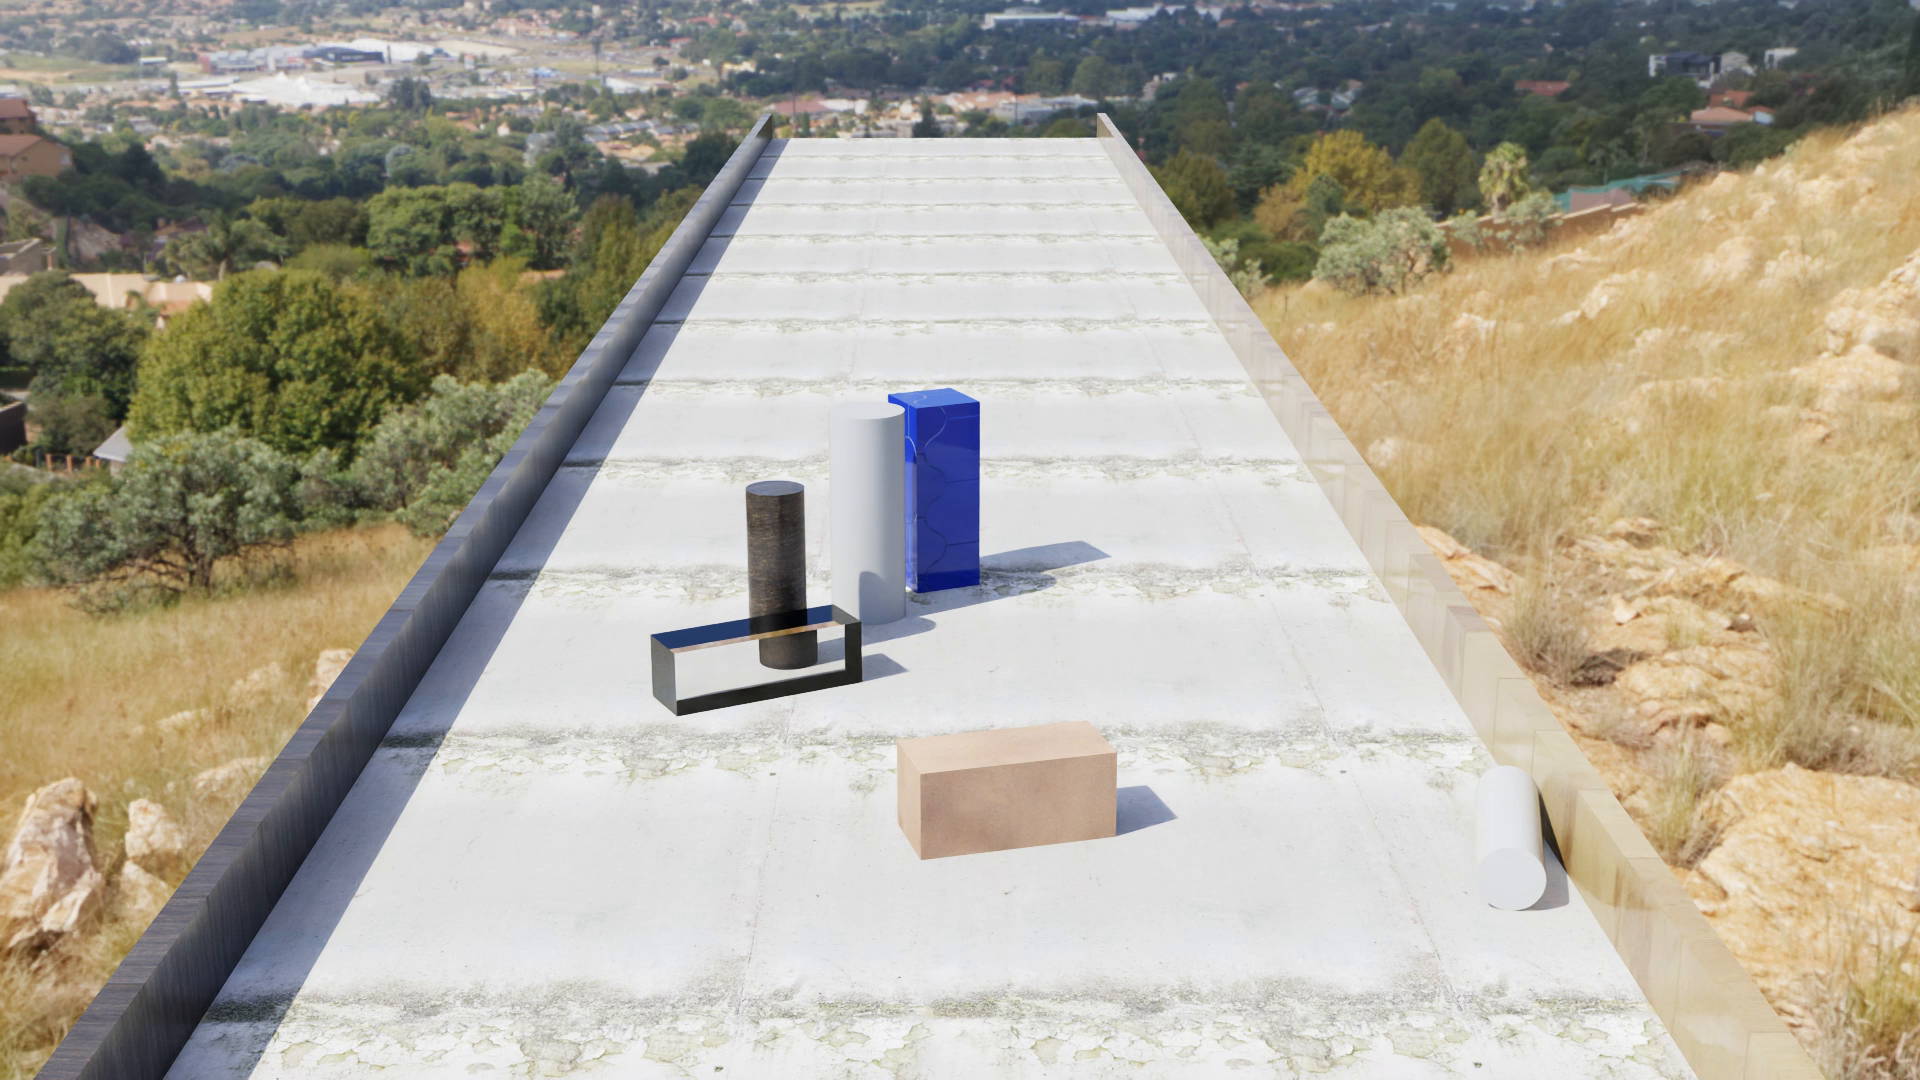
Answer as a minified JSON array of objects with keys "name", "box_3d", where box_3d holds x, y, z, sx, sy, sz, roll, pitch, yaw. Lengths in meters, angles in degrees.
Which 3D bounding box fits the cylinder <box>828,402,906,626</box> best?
[{"name":"cylinder","box_3d":[-0.195,-0.057,4.636,0.160,0.445,0.160,0,17,0]}]

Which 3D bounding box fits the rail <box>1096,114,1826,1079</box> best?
[{"name":"rail","box_3d":[0.932,-0.844,7.801,0.050,0.150,12.000,0,17,-1]}]

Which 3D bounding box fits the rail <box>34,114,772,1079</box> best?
[{"name":"rail","box_3d":[-1.118,-0.838,7.780,0.050,0.150,12.000,0,17,-1]}]

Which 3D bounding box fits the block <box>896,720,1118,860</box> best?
[{"name":"block","box_3d":[0.076,0.407,3.599,0.330,0.149,0.149,-5,17,-15]}]

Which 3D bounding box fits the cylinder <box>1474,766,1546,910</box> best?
[{"name":"cylinder","box_3d":[0.867,0.467,3.476,0.104,0.104,0.329,4,17,12]}]

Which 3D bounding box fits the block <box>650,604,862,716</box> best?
[{"name":"block","box_3d":[-0.390,0.229,4.238,0.387,0.125,0.125,-9,19,-27]}]

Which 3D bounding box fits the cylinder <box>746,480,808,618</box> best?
[{"name":"cylinder","box_3d":[-0.367,0.063,4.406,0.118,0.347,0.118,0,17,0]}]

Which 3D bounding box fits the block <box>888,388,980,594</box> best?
[{"name":"block","box_3d":[-0.058,-0.111,4.867,0.152,0.417,0.152,-8,18,-24]}]
